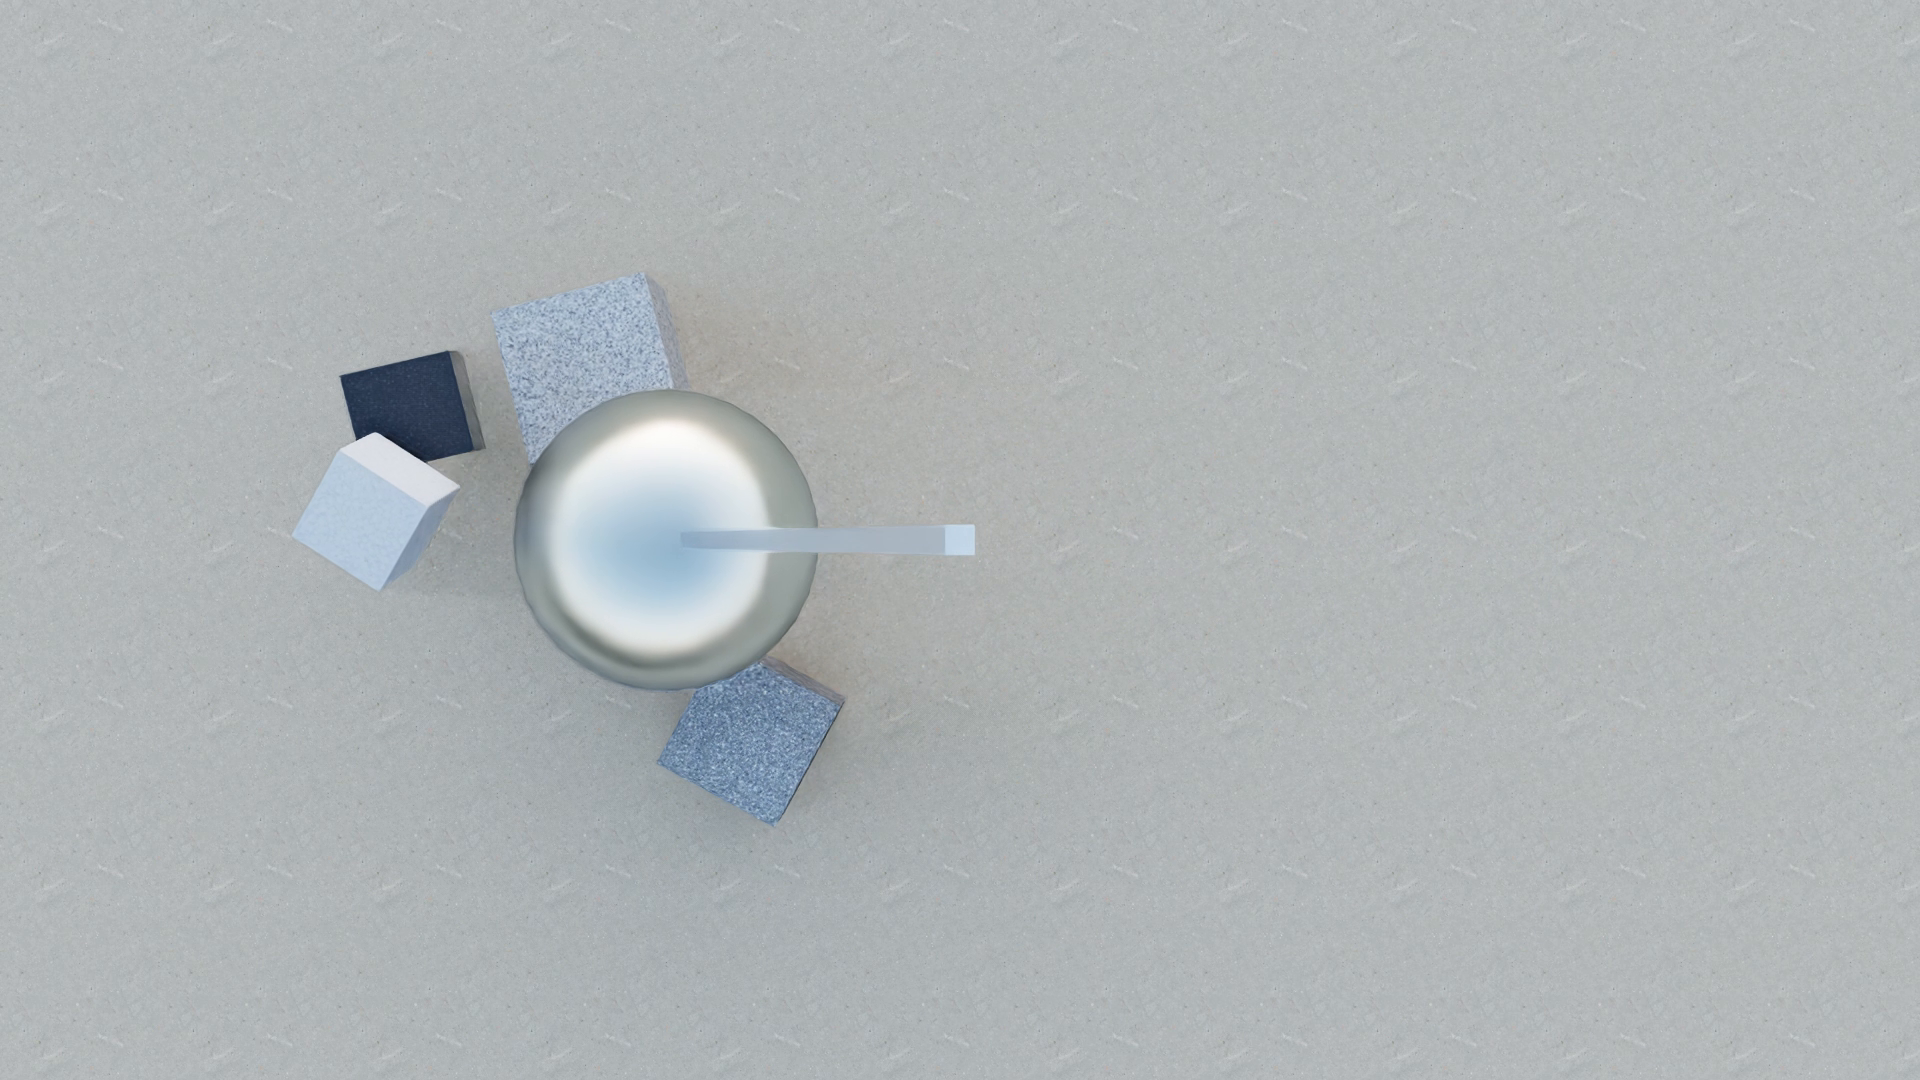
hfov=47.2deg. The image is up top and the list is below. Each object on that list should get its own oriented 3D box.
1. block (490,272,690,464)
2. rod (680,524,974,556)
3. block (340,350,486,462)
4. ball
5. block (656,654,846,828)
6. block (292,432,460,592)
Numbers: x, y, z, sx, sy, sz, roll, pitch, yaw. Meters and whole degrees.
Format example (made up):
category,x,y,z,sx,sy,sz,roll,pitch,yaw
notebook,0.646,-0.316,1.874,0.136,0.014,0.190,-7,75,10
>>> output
category,x,y,z,sx,sy,sz,roll,pitch,yaw
block,-2.061,-0.952,12.569,0.878,0.863,0.865,-15,90,0
rod,-0.670,0.000,8.332,0.080,5.200,0.080,0,90,-15
block,-3.064,-0.715,12.352,0.608,0.524,0.565,-14,95,-4
ball,-1.546,0.000,11.618,1.600,1.600,1.600,0,90,0
block,-1.181,1.088,12.634,0.754,0.731,0.768,29,90,0
block,-3.113,-0.156,11.745,0.546,0.496,0.553,33,106,-1
